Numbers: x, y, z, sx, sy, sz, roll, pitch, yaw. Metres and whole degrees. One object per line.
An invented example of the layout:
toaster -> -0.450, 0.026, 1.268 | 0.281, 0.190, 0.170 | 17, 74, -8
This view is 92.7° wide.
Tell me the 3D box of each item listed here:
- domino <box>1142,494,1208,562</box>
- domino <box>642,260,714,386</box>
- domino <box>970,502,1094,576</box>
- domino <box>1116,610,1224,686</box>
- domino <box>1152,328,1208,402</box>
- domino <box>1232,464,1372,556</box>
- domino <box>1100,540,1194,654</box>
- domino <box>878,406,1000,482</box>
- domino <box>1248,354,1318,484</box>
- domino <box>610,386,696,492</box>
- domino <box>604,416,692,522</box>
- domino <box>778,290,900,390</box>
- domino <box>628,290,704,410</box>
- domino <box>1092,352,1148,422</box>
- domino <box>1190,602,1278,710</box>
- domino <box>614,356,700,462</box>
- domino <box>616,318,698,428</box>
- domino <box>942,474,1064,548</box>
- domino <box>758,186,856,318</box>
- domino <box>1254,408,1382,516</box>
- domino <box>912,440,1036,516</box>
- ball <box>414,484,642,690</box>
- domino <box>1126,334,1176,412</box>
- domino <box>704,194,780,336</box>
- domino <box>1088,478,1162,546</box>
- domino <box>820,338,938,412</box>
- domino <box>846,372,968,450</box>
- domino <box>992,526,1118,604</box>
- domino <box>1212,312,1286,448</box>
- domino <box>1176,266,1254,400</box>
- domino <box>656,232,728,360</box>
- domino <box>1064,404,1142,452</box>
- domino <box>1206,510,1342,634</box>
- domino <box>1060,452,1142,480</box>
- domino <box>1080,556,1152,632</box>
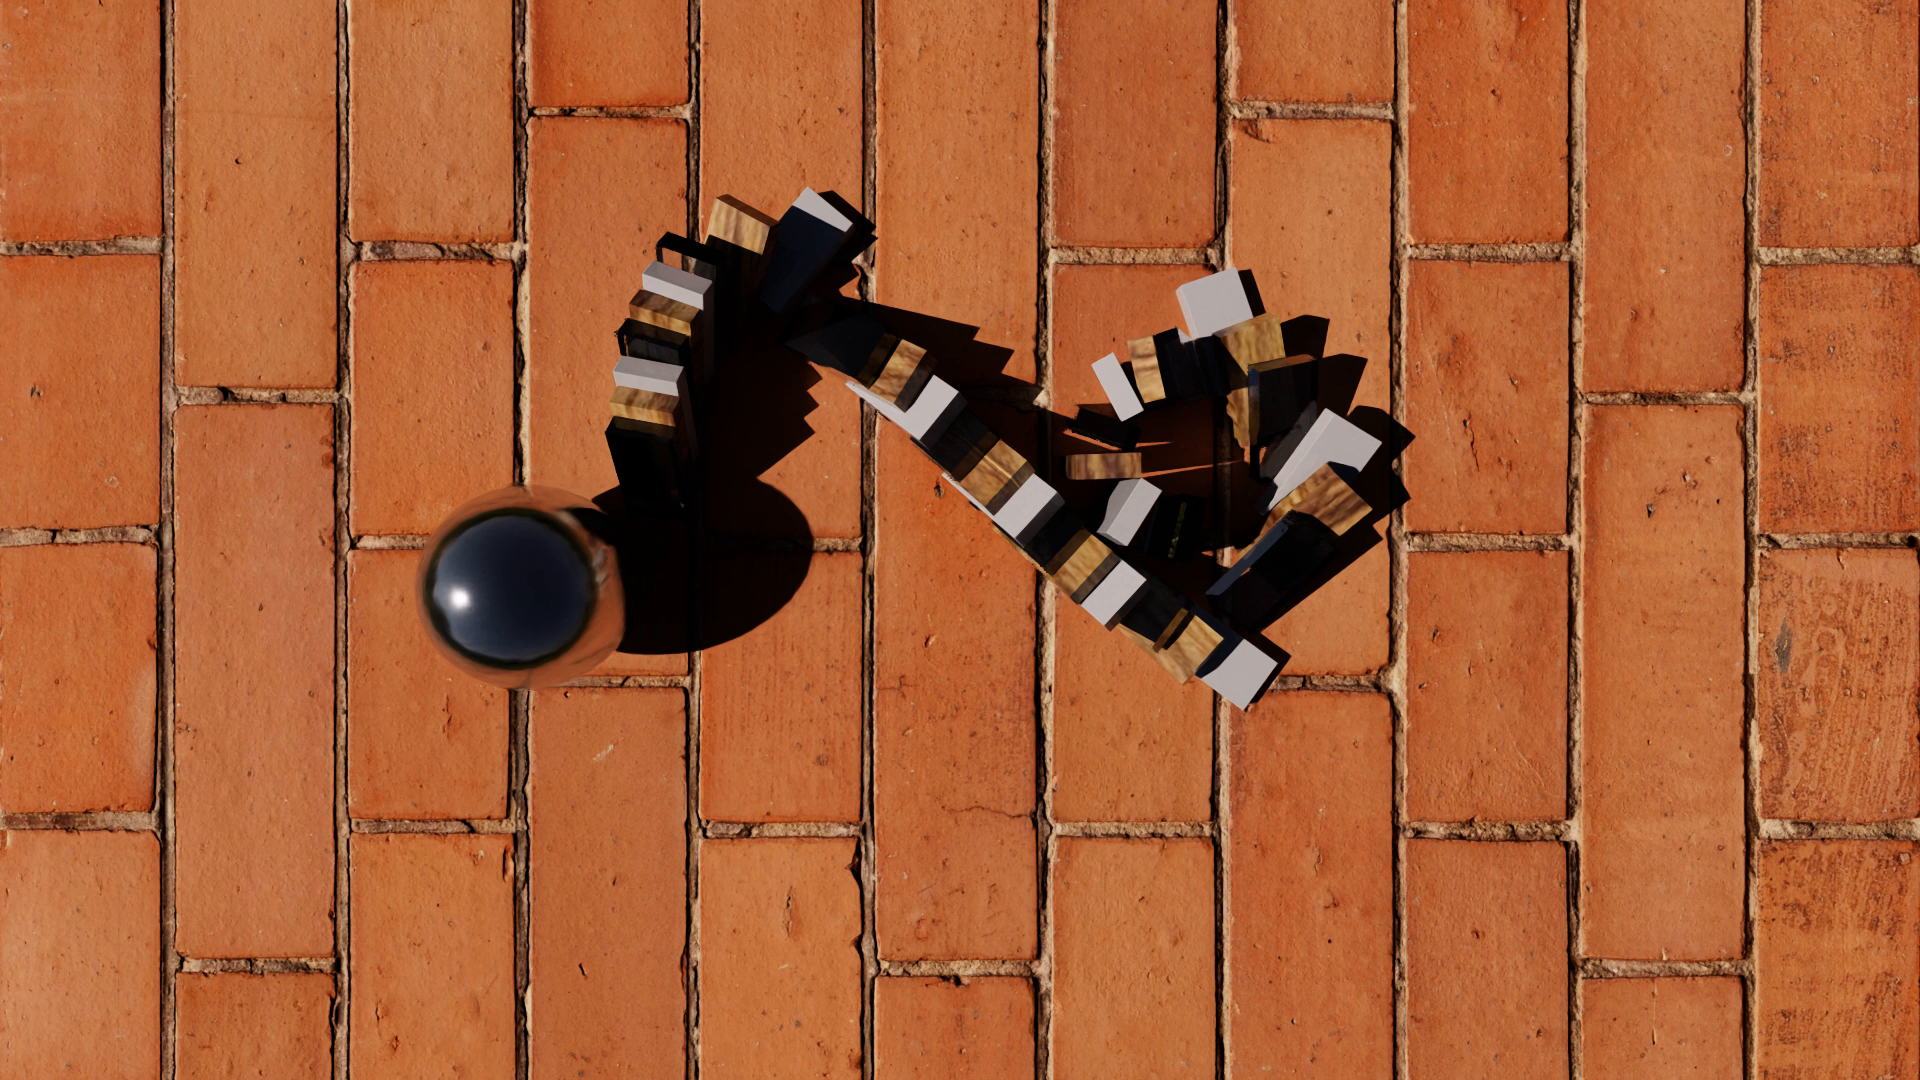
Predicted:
domino -> 0.087, -0.005, 0.375 | 0.010, 0.050, 0.025 | 14, 90, 0
domino -> -0.115, -0.088, 0.377 | 0.025, 0.050, 0.010 | 20, 53, 0
domino -> 0.029, -0.010, 0.381 | 0.025, 0.009, 0.050 | -47, 53, 0
domino -> 0.083, 0.035, 0.386 | 0.050, 0.009, 0.025 | 42, 90, 23
domino -> 0.091, -0.071, 0.375 | 0.009, 0.050, 0.025 | -16, 90, 22
domino -> 0.142, -0.006, 0.383 | 0.025, 0.009, 0.050 | 38, 113, -18
domino -> 0.069, 0.022, 0.382 | 0.050, 0.010, 0.025 | 36, 87, 32
domino -> -0.009, -0.048, 0.383 | 0.025, 0.010, 0.050 | -48, 58, 0
domino -> 0.135, -0.050, 0.383 | 0.025, 0.010, 0.050 | -12, 118, -4
domino -> -0.125, -0.040, 0.377 | 0.025, 0.050, 0.010 | 10, 53, 0
domino -> -0.127, -0.028, 0.377 | 0.025, 0.050, 0.010 | 10, 53, 0
domino -> -0.051, -0.084, 0.382 | 0.050, 0.010, 0.025 | 30, 88, 32
domino -> -0.120, -0.077, 0.377 | 0.025, 0.050, 0.009 | 18, 53, 0
domino -> 0.066, -0.061, 0.375 | 0.009, 0.050, 0.025 | -28, 90, 15
domino -> 0.108, 0.048, 0.395 | 0.050, 0.010, 0.025 | 36, 90, 0
domino -> -0.124, -0.052, 0.377 | 0.025, 0.050, 0.009 | 10, 53, 0
domino -> -0.124, -0.066, 0.377 | 0.025, 0.050, 0.010 | 16, 53, 2
domino -> 0.017, -0.022, 0.381 | 0.025, 0.009, 0.050 | -47, 53, 0
domino -> -0.071, -0.124, 0.395 | 0.025, 0.010, 0.050 | 40, 90, 0
domino -> 0.150, -0.027, 0.385 | 0.025, 0.009, 0.050 | 27, 109, -13
domino -> 0.005, -0.034, 0.382 | 0.025, 0.009, 0.050 | -48, 55, 0
ball -> -0.168, 0.018, 0.360 | 0.080, 0.080, 0.080 | 0, 90, 0
domino -> 0.079, -0.067, 0.375 | 0.009, 0.050, 0.025 | -13, 90, 18
domino -> -0.094, -0.114, 0.382 | 0.025, 0.010, 0.050 | 29, 124, 2
domino -> 0.066, -0.011, 0.375 | 0.009, 0.050, 0.025 | 32, 90, -3
domino -> -0.036, -0.075, 0.383 | 0.050, 0.010, 0.025 | 31, 88, 32
domino -> -0.023, -0.061, 0.383 | 0.050, 0.009, 0.025 | 39, 90, 32
domino -> 0.039, 0.002, 0.381 | 0.025, 0.009, 0.050 | -47, 54, 0
domino -> 0.124, -0.067, 0.385 | 0.025, 0.010, 0.050 | -20, 116, 0
domino -> 0.114, -0.089, 0.395 | 0.025, 0.009, 0.050 | -19, 90, 0
domino -> -0.109, -0.099, 0.377 | 0.025, 0.050, 0.010 | 20, 53, 1
domino -> 0.057, -0.046, 0.375 | 0.025, 0.050, 0.010 | 19, 101, 0
domino -> 0.130, 0.014, 0.383 | 0.025, 0.009, 0.050 | 33, 114, -16
domino -> 0.057, -0.030, 0.375 | 0.025, 0.050, 0.009 | -2, 95, 0
domino -> 0.052, 0.012, 0.382 | 0.025, 0.010, 0.050 | -47, 57, 0
